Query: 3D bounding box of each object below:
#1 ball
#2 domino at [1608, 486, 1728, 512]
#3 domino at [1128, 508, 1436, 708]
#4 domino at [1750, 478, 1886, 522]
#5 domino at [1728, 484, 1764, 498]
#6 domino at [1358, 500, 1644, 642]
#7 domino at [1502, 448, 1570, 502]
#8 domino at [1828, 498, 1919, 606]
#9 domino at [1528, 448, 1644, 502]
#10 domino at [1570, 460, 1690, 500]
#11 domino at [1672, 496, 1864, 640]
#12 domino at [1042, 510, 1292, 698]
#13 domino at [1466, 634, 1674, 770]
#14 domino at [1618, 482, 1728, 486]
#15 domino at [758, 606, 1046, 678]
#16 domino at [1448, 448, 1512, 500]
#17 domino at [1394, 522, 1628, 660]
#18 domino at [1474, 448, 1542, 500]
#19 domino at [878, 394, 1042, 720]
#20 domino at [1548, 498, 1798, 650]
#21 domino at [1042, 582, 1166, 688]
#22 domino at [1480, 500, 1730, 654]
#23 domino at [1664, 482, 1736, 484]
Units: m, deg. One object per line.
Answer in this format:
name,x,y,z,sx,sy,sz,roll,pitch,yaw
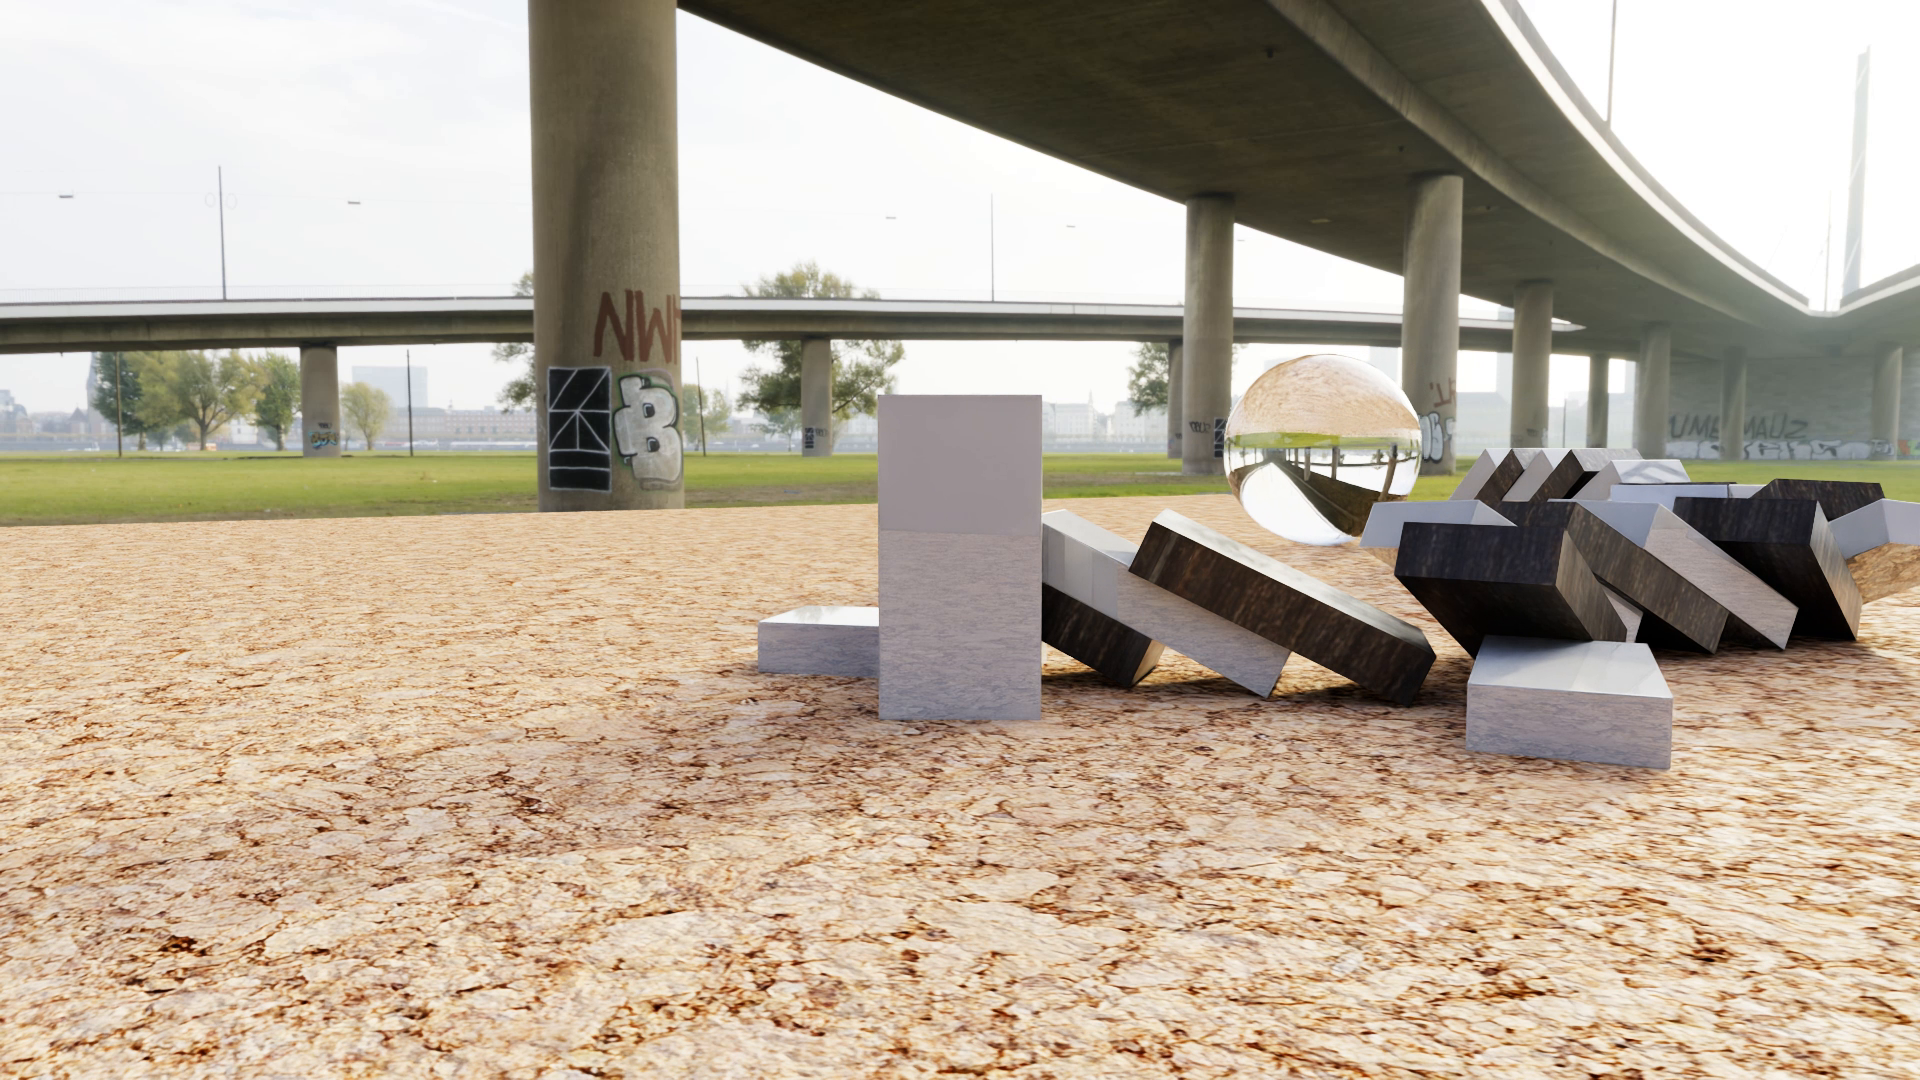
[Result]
ball,0.150,-0.038,0.535,0.080,0.080,0.080,0,4,0
domino,0.182,0.001,0.334,0.025,0.009,0.050,1,-24,23
domino,0.055,0.011,0.222,0.050,0.009,0.025,26,12,10
domino,0.193,0.002,0.309,0.025,0.010,0.050,2,-27,-5
domino,0.215,-0.001,0.373,0.025,0.009,0.050,0,-23,-17
domino,0.105,0.008,0.248,0.050,0.009,0.025,28,-12,-25
domino,0.199,-0.011,0.441,0.025,0.009,0.050,-1,-38,-15
domino,0.198,0.005,0.286,0.025,0.009,0.050,7,-20,-5
domino,0.202,-0.010,0.427,0.025,0.009,0.050,-1,-38,-15
domino,0.206,-0.007,0.412,0.025,0.010,0.050,-1,-32,-15
domino,0.171,0.006,0.271,0.025,0.009,0.050,4,-22,46
domino,0.036,0.010,0.232,0.050,0.010,0.025,27,12,15
domino,0.092,0.023,0.195,0.025,0.009,0.050,2,5,25
domino,0.193,0.000,0.352,0.025,0.010,0.050,2,-24,24
domino,-0.010,0.019,0.245,0.050,0.010,0.025,1,4,15
domino,0.192,-0.013,0.467,0.025,0.009,0.050,-1,-38,-15
domino,0.097,0.011,0.223,0.025,0.009,0.050,4,-19,39
domino,0.195,-0.012,0.454,0.025,0.009,0.050,-1,-38,-15
domino,0.000,0.002,0.201,0.025,0.050,0.009,0,4,0
domino,0.146,0.007,0.265,0.050,0.010,0.025,28,-9,-25
domino,0.014,0.009,0.239,0.050,0.010,0.025,28,12,16
domino,0.126,0.007,0.256,0.050,0.009,0.025,28,-10,-24
domino,0.211,-0.003,0.394,0.025,0.010,0.050,-1,-23,-15
